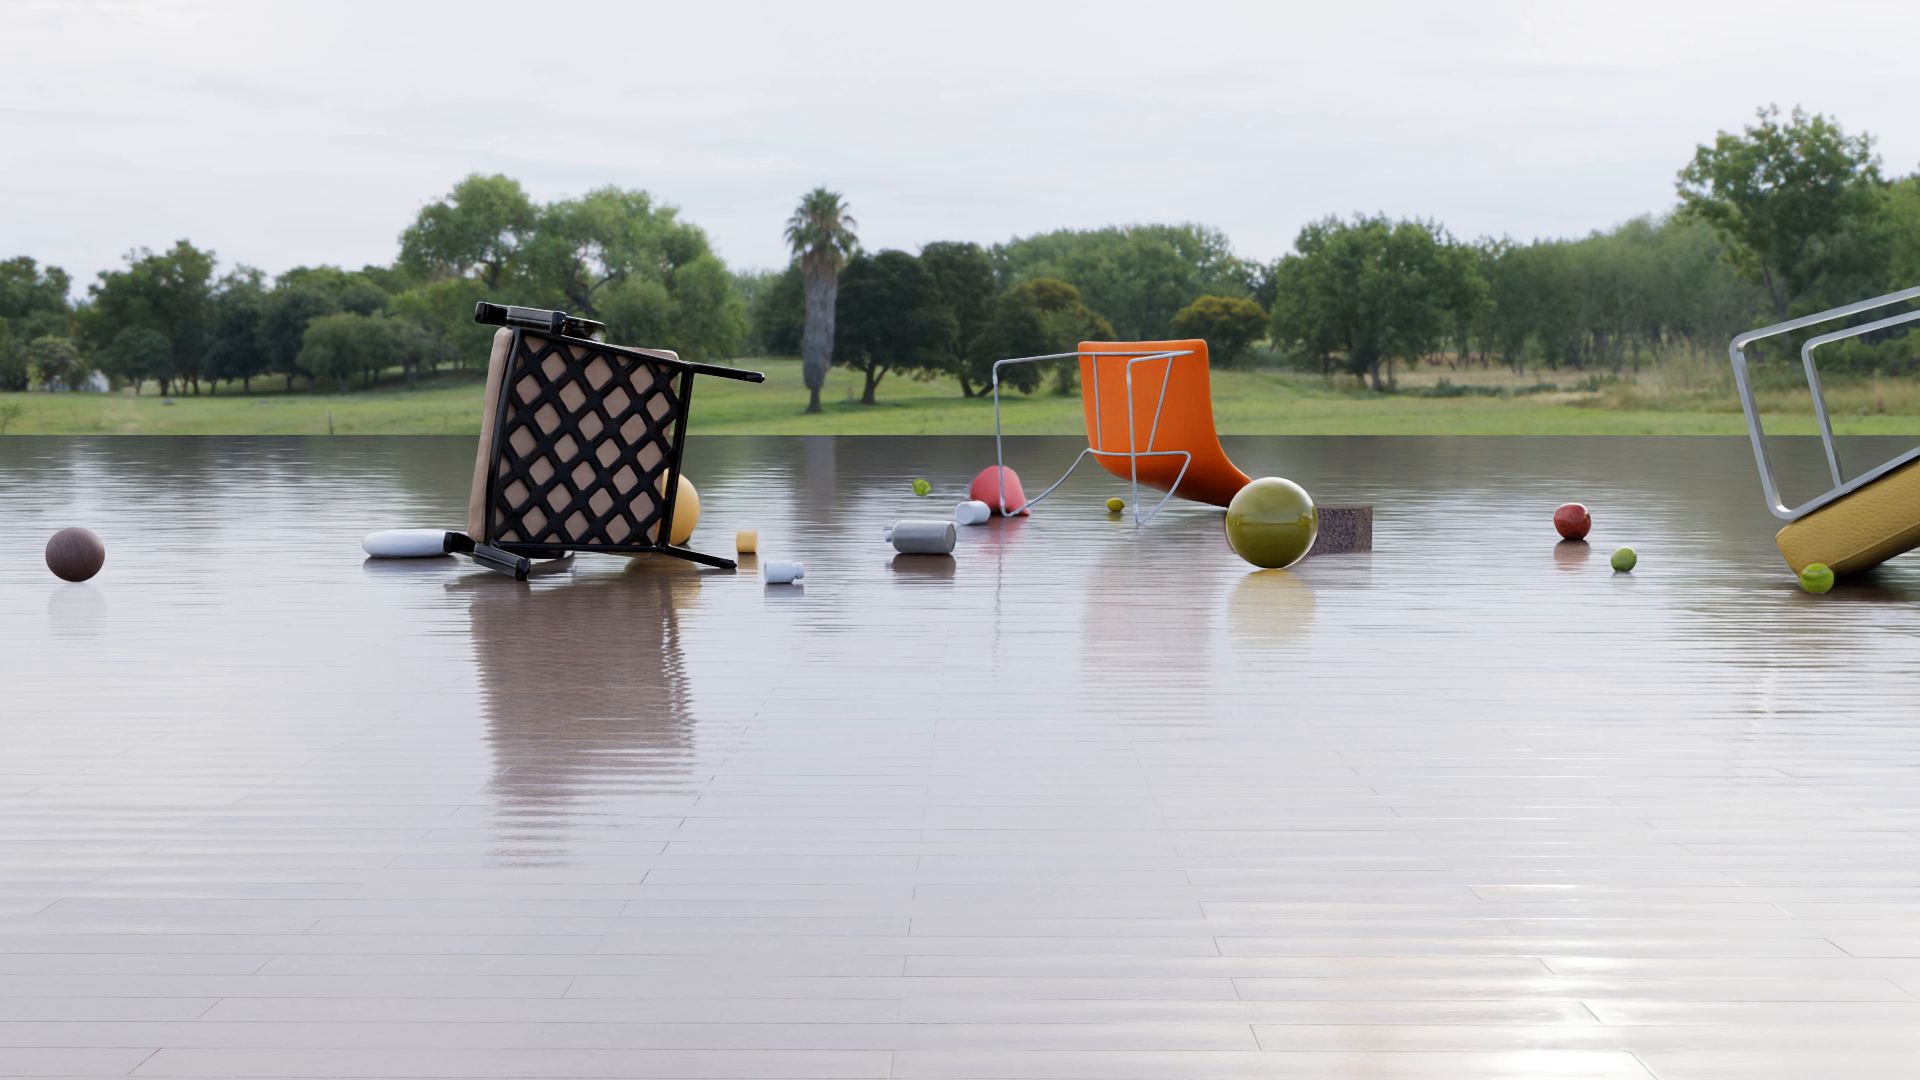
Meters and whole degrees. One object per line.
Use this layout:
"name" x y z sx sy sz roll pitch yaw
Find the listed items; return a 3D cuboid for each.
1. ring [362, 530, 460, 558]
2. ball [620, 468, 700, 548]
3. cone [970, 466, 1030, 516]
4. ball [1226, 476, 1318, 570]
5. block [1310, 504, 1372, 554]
"ring" -1.485 0.009 5.946 0.258 0.067 0.256 0 3 14
"ball" -0.845 -0.088 6.185 0.226 0.226 0.226 0 4 0
"cone" 0.188 -0.136 7.887 0.229 0.184 0.217 20 13 -44
"ball" 0.778 -0.042 5.486 0.230 0.230 0.230 0 4 0
"block" 1.022 -0.033 6.132 0.211 0.122 0.186 2 4 25
